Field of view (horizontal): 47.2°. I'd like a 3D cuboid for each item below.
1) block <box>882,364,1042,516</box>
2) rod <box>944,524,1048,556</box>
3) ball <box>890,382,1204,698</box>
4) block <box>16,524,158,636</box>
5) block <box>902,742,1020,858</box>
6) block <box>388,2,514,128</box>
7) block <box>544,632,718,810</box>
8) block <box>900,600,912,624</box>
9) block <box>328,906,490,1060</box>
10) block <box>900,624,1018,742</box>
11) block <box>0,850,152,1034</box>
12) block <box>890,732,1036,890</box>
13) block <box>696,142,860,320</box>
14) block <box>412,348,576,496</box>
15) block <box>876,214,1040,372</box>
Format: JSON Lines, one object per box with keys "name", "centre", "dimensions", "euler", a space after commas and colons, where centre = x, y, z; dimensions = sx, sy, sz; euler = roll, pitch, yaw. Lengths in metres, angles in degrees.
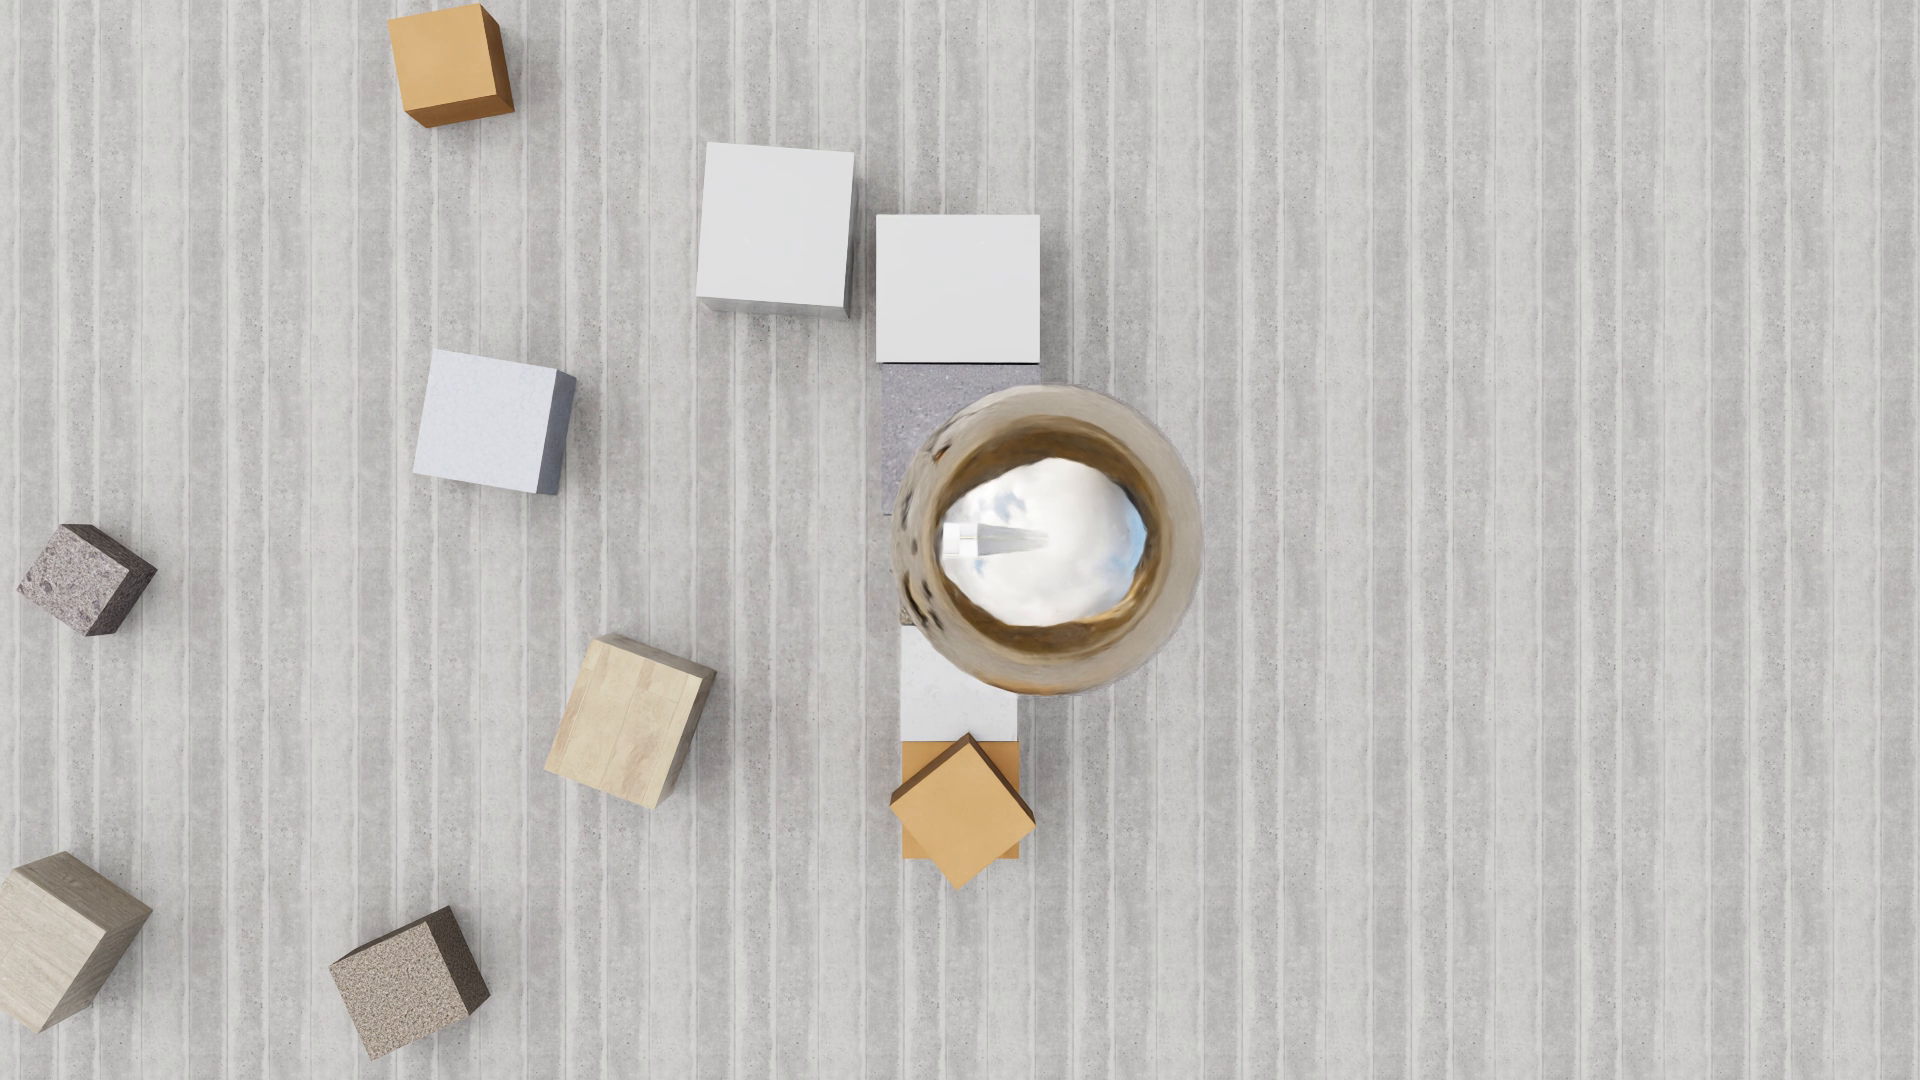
{"name": "block", "centre": [0.009, -0.556, 12.585], "dimensions": [0.887, 0.831, 0.830], "euler": [0, 90, 0]}
{"name": "rod", "centre": [0.190, 0.000, 7.832], "dimensions": [0.080, 5.200, 0.080], "euler": [0, 90, 4]}
{"name": "ball", "centre": [0.439, 0.000, 11.223], "dimensions": [1.600, 1.600, 1.600], "euler": [0, 90, 0]}
{"name": "block", "centre": [-5.065, 0.230, 12.774], "dimensions": [0.475, 0.452, 0.458], "euler": [34, 90, 0]}
{"name": "block", "centre": [0.004, 1.466, 12.692], "dimensions": [0.659, 0.617, 0.657], "euler": [0, 90, 0]}
{"name": "block", "centre": [-2.940, -2.741, 12.738], "dimensions": [0.534, 0.523, 0.527], "euler": [-10, 90, 0]}
{"name": "block", "centre": [-1.874, 1.024, 12.613], "dimensions": [0.655, 0.775, 0.777], "euler": [20, 90, 0]}
{"name": "block", "centre": [-0.004, 0.175, 12.677], "dimensions": [0.666, 0.646, 0.597], "euler": [0, 90, 0]}
{"name": "block", "centre": [-3.175, 2.553, 12.718], "dimensions": [0.612, 0.564, 0.588], "euler": [-25, 90, 0]}
{"name": "block", "centre": [-0.006, 0.807, 12.687], "dimensions": [0.655, 0.625, 0.651], "euler": [0, 90, 0]}
{"name": "block", "centre": [-5.221, 2.299, 12.639], "dimensions": [0.629, 0.723, 0.691], "euler": [34, 90, 0]}
{"name": "block", "centre": [0.015, 1.479, 12.084], "dimensions": [0.550, 0.591, 0.578], "euler": [-39, 91, 0]}
{"name": "block", "centre": [-1.031, -1.759, 12.628], "dimensions": [0.822, 0.744, 0.861], "euler": [4, 90, 0]}
{"name": "block", "centre": [-2.670, -0.669, 12.676], "dimensions": [0.703, 0.647, 0.708], "euler": [10, 90, 0]}
{"name": "block", "centre": [-0.011, -1.388, 12.568], "dimensions": [0.900, 0.863, 0.813], "euler": [0, 90, 0]}
